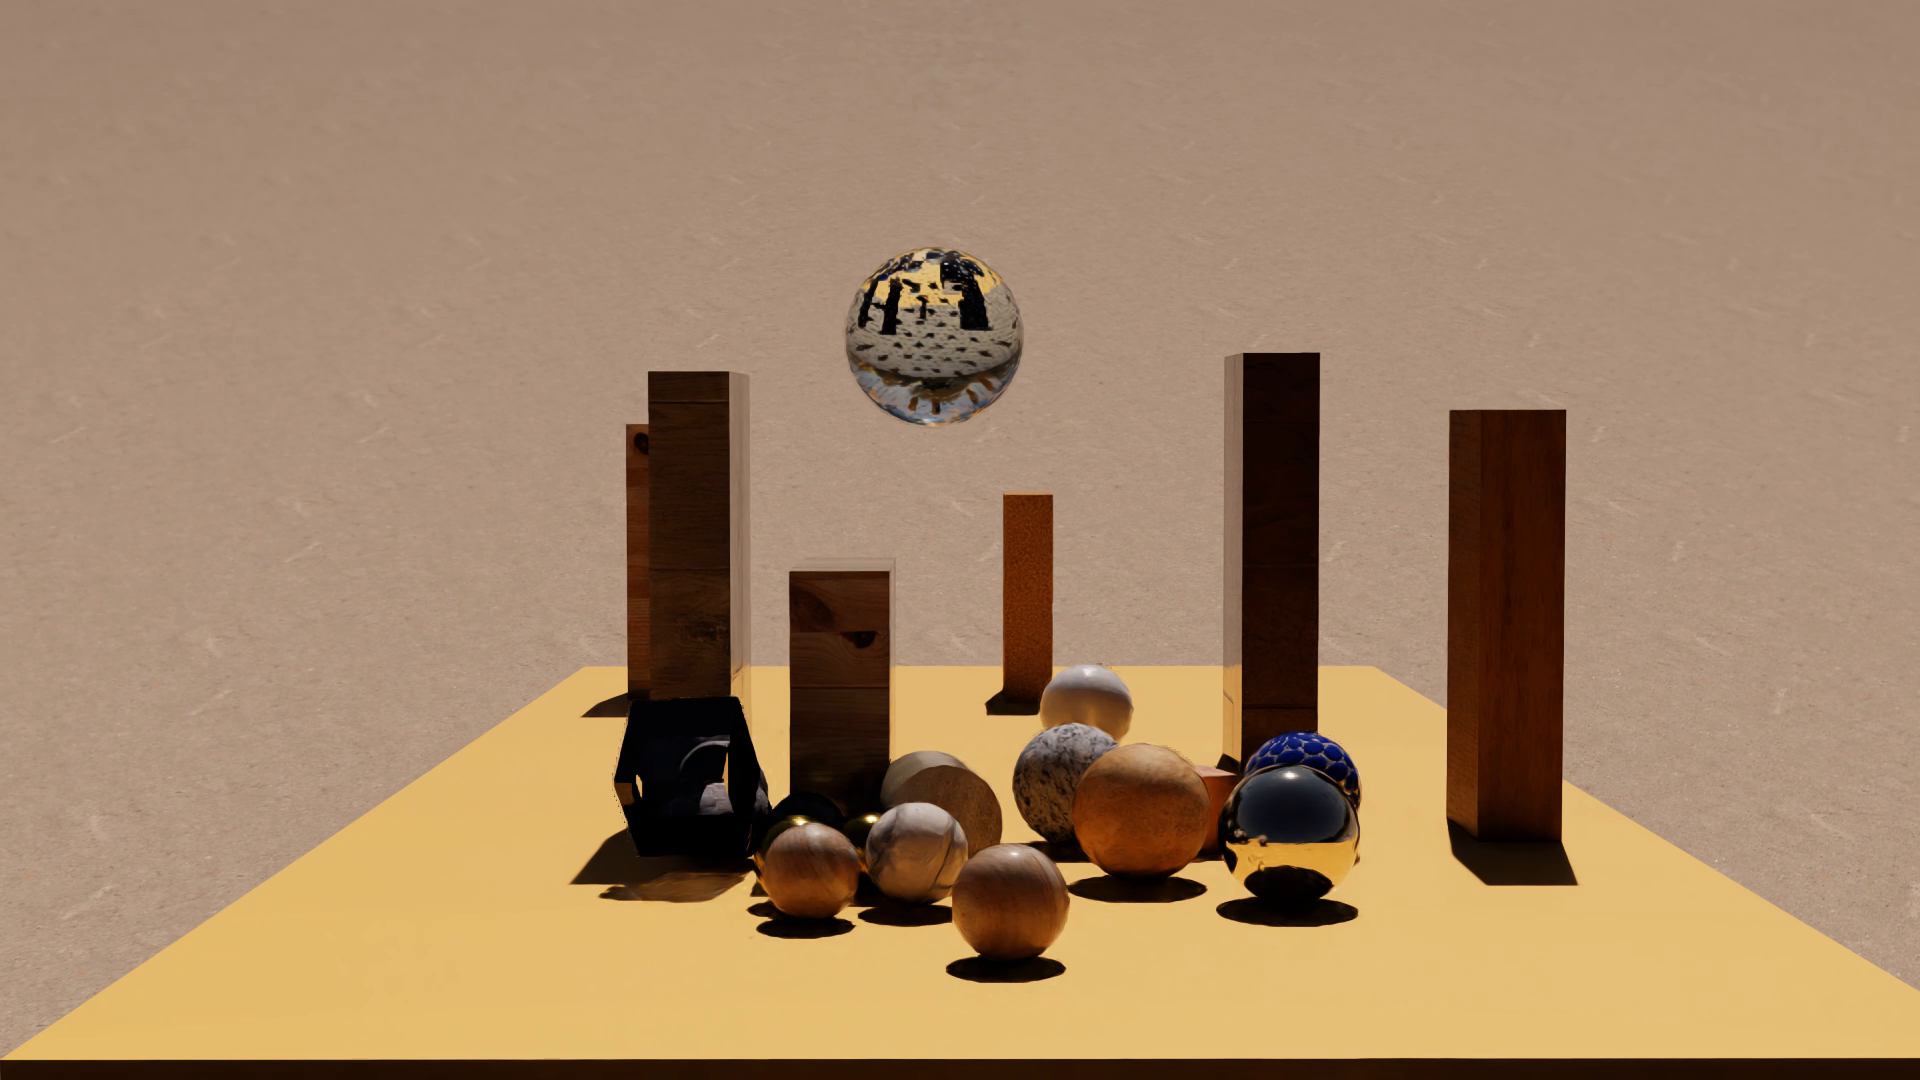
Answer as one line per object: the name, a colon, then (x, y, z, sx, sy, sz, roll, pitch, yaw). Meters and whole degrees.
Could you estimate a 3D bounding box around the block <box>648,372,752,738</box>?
block: (-0.405, 0.089, 4.042, 0.121, 0.700, 0.381, 0, 3, 0)

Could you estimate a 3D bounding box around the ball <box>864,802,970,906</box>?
ball: (-0.055, 0.403, 3.304, 0.134, 0.134, 0.134, 0, 22, 0)

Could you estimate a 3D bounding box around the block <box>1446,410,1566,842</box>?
block: (0.831, 0.122, 3.929, 0.126, 0.642, 0.243, 0, 3, 0)

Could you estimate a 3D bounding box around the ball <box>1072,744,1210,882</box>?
ball: (0.246, 0.371, 3.496, 0.189, 0.189, 0.189, 0, 22, 0)

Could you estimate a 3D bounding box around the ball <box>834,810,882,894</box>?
ball: (-0.122, 0.414, 3.408, 0.111, 0.111, 0.111, 0, 22, 0)

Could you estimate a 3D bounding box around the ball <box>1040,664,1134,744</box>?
ball: (0.235, 0.317, 4.776, 0.174, 0.174, 0.174, 0, 22, 0)

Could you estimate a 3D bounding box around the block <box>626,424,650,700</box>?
block: (-0.688, 0.043, 5.882, 0.113, 0.616, 0.278, 0, 3, 0)

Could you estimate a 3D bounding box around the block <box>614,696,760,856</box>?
block: (-0.373, 0.326, 3.539, 0.151, 0.151, 0.151, -4, 42, 9)

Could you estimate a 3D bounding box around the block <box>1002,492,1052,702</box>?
block: (0.152, 0.124, 5.823, 0.106, 0.460, 0.269, 0, 3, 0)

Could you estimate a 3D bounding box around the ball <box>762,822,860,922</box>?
ball: (-0.186, 0.416, 3.219, 0.123, 0.123, 0.123, 0, 22, 0)

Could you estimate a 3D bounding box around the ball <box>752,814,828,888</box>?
ball: (-0.210, 0.414, 3.336, 0.116, 0.116, 0.116, 0, 22, 0)

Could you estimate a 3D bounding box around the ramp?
ramp: (0.051, 0.466, 4.534, 2.000, 0.100, 4.000, 0, 3, 0)

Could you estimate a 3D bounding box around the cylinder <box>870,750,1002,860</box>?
cylinder: (-0.035, 0.381, 3.550, 0.162, 0.162, 0.162, -4, 3, -9)

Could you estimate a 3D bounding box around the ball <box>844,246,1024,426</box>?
ball: (-0.028, -0.219, 2.772, 0.193, 0.193, 0.193, 0, 22, 0)

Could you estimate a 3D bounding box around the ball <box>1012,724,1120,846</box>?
ball: (0.167, 0.361, 3.796, 0.180, 0.180, 0.180, 0, 22, 0)

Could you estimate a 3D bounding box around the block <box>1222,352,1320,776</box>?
block: (0.562, 0.037, 4.665, 0.135, 0.743, 0.312, 0, 3, 0)

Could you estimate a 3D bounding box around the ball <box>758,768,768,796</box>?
ball: (-0.359, 0.375, 3.788, 0.154, 0.154, 0.154, 0, 22, 0)

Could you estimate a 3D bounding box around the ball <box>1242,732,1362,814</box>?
ball: (0.495, 0.366, 3.732, 0.175, 0.175, 0.175, 0, 22, 0)

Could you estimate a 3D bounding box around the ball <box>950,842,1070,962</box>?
ball: (0.058, 0.421, 2.984, 0.138, 0.138, 0.138, 0, 22, 0)

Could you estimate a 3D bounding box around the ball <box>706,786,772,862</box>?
ball: (-0.327, 0.396, 3.656, 0.122, 0.122, 0.122, 0, 22, 0)

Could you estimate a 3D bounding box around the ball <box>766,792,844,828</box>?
ball: (-0.214, 0.405, 3.567, 0.113, 0.113, 0.113, 0, 22, 0)

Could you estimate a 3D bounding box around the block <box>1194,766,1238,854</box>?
block: (0.330, 0.395, 3.765, 0.113, 0.113, 0.113, -1, 3, -17)

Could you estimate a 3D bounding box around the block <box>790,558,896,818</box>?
block: (-0.169, 0.243, 3.797, 0.141, 0.416, 0.363, 0, 3, 0)

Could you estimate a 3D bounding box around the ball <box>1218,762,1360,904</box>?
ball: (0.427, 0.381, 3.336, 0.183, 0.183, 0.183, 0, 22, 0)
